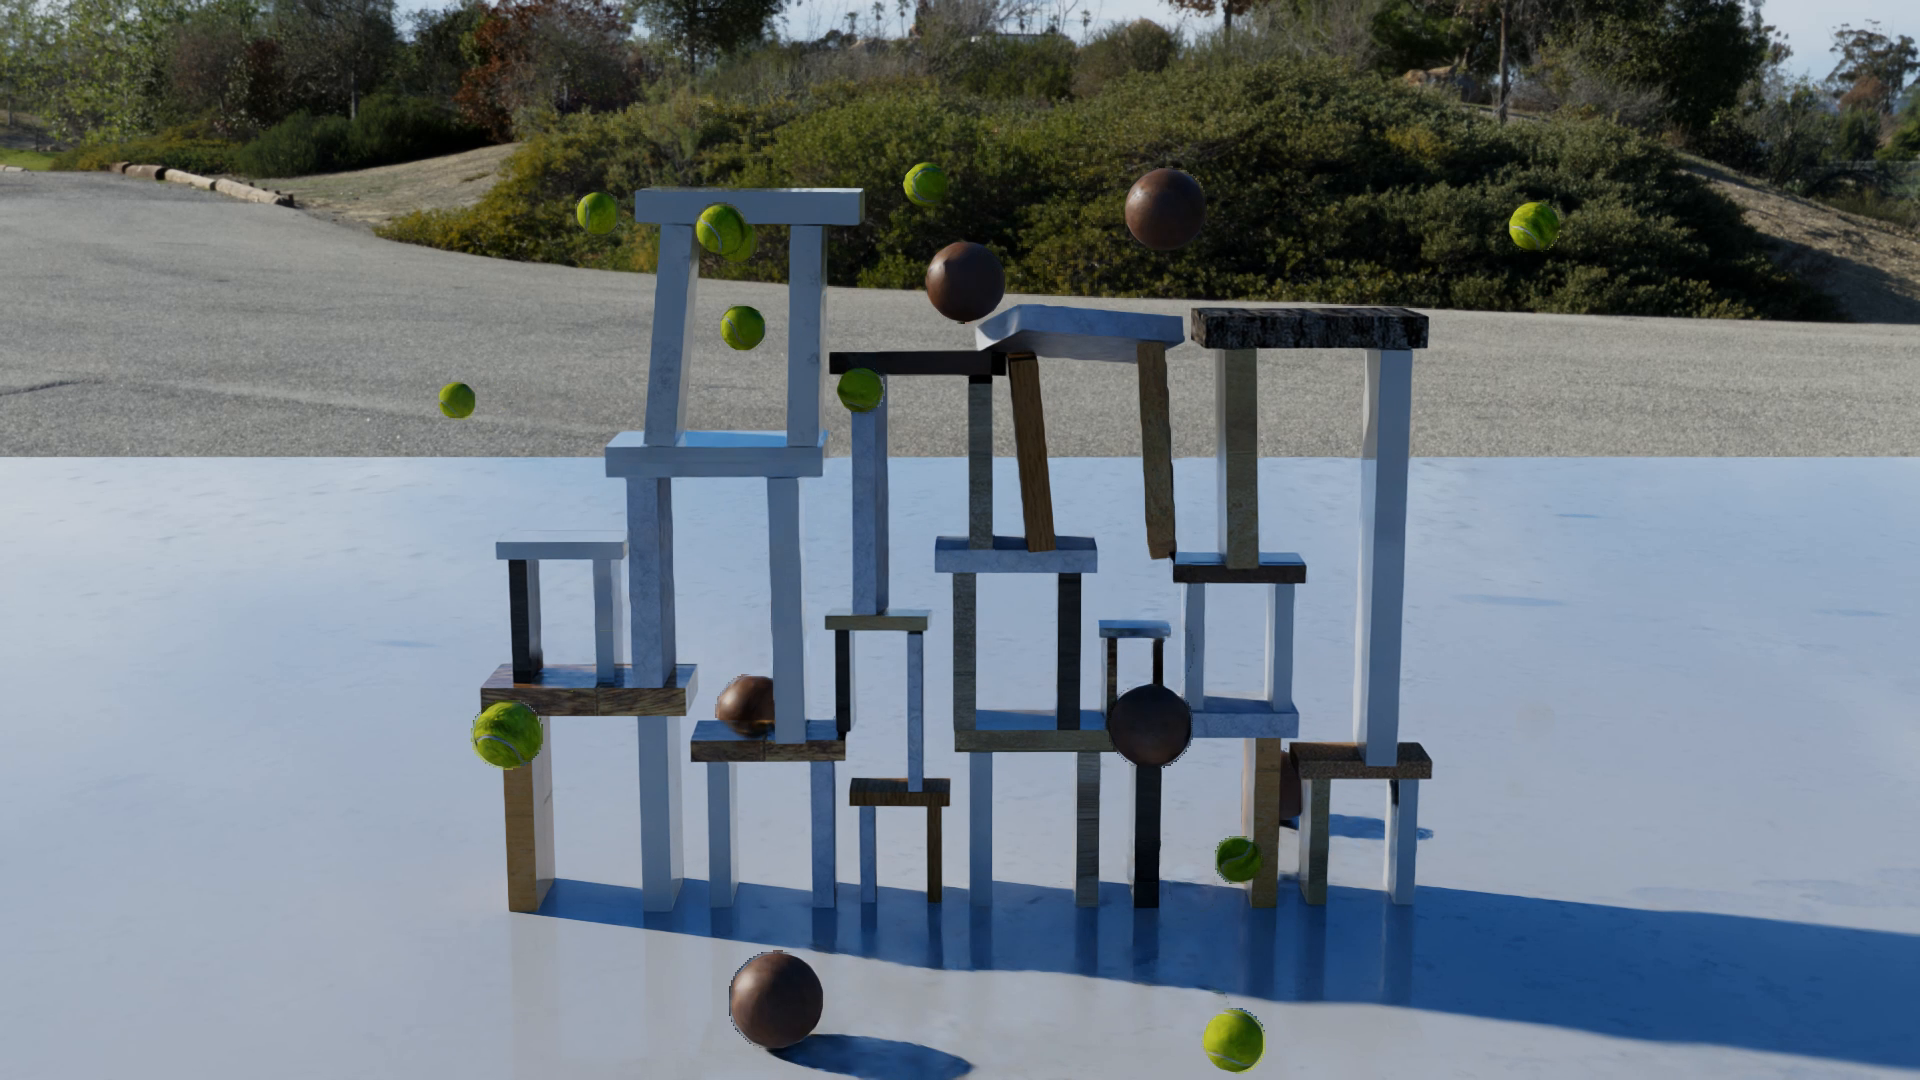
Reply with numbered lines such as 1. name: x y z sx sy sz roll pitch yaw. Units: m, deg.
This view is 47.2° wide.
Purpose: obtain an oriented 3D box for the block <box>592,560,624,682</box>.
1. block: -0.572 0.122 3.583 0.029 0.203 0.101 0 11 0

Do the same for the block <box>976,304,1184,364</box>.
1. block: 0.196 -0.336 3.592 0.304 0.043 0.152 1 -10 -28

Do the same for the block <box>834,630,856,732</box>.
1. block: -0.187 0.224 3.607 0.024 0.167 0.083 0 6 4

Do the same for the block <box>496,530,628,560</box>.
1. block: -0.640 0.008 3.562 0.202 0.029 0.101 0 11 0

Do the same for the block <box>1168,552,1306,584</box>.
1. block: 0.448 0.045 3.561 0.211 0.030 0.105 0 10 1

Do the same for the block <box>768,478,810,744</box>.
1. block: -0.277 0.098 3.569 0.048 0.432 0.171 -1 11 -1

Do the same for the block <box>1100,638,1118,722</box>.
1. block: 0.245 0.221 3.619 0.016 0.145 0.057 -1 11 -6

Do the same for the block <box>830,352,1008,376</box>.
1. block: -0.066 -0.285 3.551 0.264 0.037 0.132 1 4 13

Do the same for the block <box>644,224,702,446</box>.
1. block: -0.455 -0.333 3.492 0.049 0.344 0.172 6 11 -3

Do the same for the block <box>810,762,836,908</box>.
1. block: -0.226 0.468 3.642 0.035 0.249 0.125 0 11 -2

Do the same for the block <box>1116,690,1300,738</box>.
1. block: 0.402 0.286 3.613 0.289 0.041 0.144 0 11 1

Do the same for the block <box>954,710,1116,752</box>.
1. block: 0.122 0.314 3.621 0.262 0.037 0.131 0 11 0

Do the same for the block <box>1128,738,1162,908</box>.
1. block: 0.306 0.447 3.647 0.041 0.289 0.144 0 11 0

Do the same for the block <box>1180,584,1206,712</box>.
1. block: 0.379 0.163 3.583 0.030 0.211 0.105 0 10 2

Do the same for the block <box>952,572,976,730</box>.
1. block: 0.006 0.168 3.595 0.037 0.259 0.130 0 11 -1

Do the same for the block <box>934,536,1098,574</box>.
1. block: 0.090 0.022 3.567 0.259 0.037 0.130 0 11 1

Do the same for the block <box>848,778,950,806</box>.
1. block: -0.099 0.417 3.636 0.165 0.023 0.082 0 10 1

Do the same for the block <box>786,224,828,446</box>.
1. block: -0.242 -0.332 3.492 0.049 0.344 0.172 2 11 -1

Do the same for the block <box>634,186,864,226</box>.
1. block: -0.326 -0.525 3.452 0.344 0.049 0.172 1 11 0

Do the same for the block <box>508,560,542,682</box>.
1. block: -0.707 0.122 3.583 0.029 0.203 0.101 0 11 0

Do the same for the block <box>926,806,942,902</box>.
1. block: -0.042 0.509 3.652 0.023 0.165 0.082 0 10 0

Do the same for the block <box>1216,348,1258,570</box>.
1. block: 0.443 -0.141 3.527 0.049 0.347 0.174 -2 10 2

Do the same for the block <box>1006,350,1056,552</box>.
1. block: 0.114 -0.145 3.525 0.043 0.304 0.152 -6 11 0

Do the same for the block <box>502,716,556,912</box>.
1. block: -0.712 0.429 3.636 0.047 0.329 0.164 0 11 0

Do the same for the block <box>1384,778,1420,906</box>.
1. block: 0.731 0.484 3.646 0.031 0.216 0.108 0 11 0

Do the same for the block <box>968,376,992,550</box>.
1. block: 0.034 -0.126 3.539 0.037 0.264 0.132 0 10 1

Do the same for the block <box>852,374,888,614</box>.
1. block: -0.146 -0.076 3.584 0.037 0.384 0.132 0 3 7

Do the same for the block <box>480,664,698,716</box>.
1. block: -0.603 0.245 3.602 0.328 0.047 0.164 0 11 0

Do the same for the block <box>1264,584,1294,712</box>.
1. block: 0.520 0.163 3.582 0.030 0.211 0.105 0 11 0

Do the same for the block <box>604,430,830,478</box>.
1. block: -0.385 -0.139 3.532 0.341 0.048 0.171 0 11 0

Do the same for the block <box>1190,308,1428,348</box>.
1. block: 0.551 -0.338 3.496 0.347 0.049 0.174 0 11 -2

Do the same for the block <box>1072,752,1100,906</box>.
1. block: 0.209 0.461 3.647 0.037 0.262 0.131 0 11 0

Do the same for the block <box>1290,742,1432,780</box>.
1. block: 0.658 0.363 3.623 0.216 0.031 0.108 0 11 0

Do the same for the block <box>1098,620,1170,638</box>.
1. block: 0.284 0.144 3.591 0.114 0.016 0.057 0 11 1

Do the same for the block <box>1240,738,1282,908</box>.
1. block: 0.498 0.447 3.646 0.041 0.289 0.144 0 11 0

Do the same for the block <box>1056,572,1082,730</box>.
1. block: 0.177 0.168 3.594 0.037 0.259 0.130 0 11 1

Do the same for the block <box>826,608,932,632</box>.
1. block: -0.132 0.130 3.595 0.166 0.024 0.083 1 6 4

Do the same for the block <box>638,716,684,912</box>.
1. block: -0.494 0.429 3.636 0.047 0.328 0.164 0 11 0

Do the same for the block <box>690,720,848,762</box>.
1. block: -0.311 0.329 3.611 0.249 0.035 0.125 0 11 -1

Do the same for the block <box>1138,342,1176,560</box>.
1. block: 0.325 -0.145 3.624 0.043 0.329 0.152 -3 -12 7

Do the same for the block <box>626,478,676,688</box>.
1. block: -0.500 0.053 3.570 0.048 0.341 0.171 0 11 0

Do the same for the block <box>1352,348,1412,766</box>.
1. block: 0.681 0.018 3.557 0.049 0.671 0.174 1 11 3

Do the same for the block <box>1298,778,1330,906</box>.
1. block: 0.587 0.484 3.646 0.031 0.216 0.108 0 11 0

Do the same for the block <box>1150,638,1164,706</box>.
1. block: 0.322 0.209 3.601 0.016 0.114 0.057 1 11 0

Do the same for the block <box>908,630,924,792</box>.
1. block: -0.073 0.275 3.613 0.024 0.263 0.083 0 10 1

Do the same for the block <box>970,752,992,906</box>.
1. block: 0.034 0.461 3.647 0.037 0.262 0.131 0 11 0

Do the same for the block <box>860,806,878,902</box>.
1. block: -0.153 0.509 3.653 0.023 0.165 0.082 0 10 1

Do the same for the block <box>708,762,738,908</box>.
1. block: -0.392 0.468 3.642 0.035 0.249 0.125 0 11 0
